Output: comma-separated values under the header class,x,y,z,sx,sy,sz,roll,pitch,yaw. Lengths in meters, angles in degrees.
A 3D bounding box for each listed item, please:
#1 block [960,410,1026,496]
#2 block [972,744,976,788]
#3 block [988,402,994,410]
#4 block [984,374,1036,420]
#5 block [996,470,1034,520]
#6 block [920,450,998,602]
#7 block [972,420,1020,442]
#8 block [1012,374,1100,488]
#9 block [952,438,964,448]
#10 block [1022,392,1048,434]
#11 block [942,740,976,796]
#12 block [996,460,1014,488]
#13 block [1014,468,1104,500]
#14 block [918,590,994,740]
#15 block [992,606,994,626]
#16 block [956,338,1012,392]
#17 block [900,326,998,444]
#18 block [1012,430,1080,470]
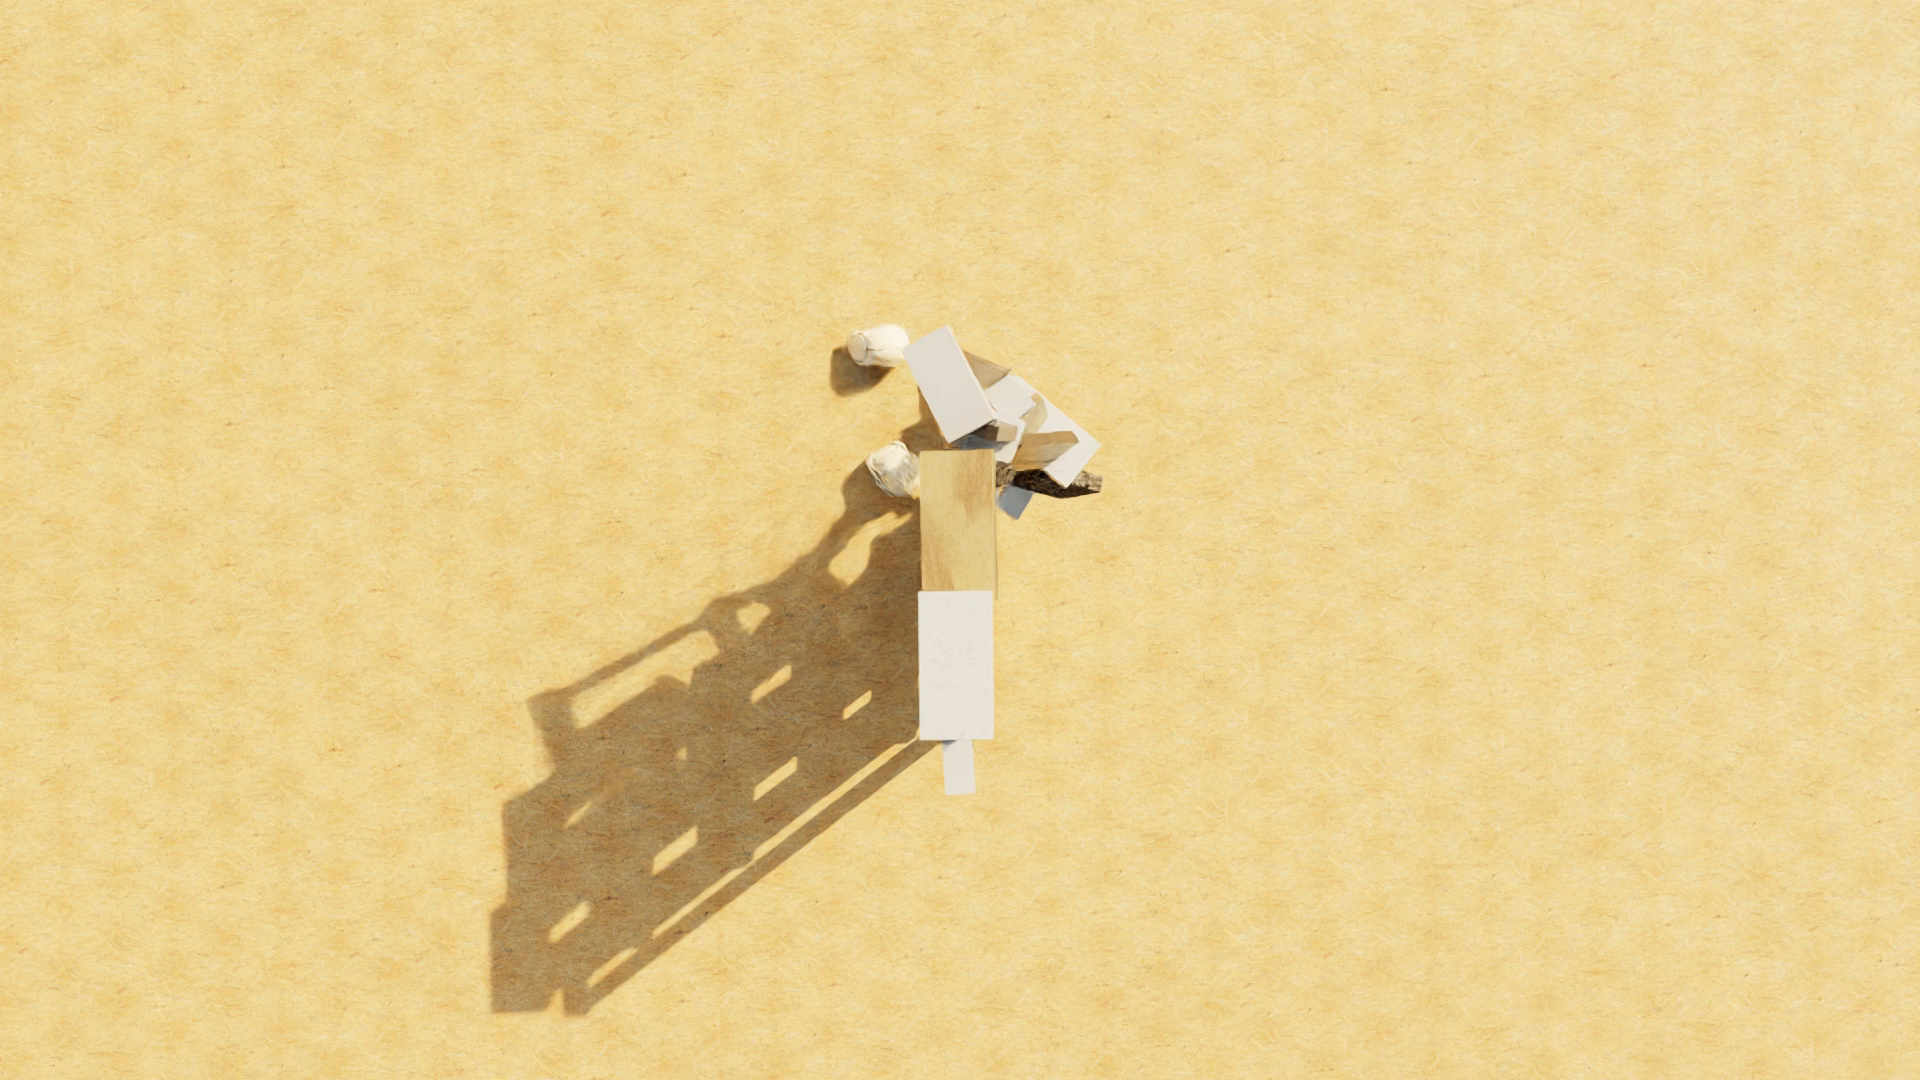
class,x,y,z,sx,sy,sz,roll,pitch,yaw
block,0.061,-0.204,4.248,0.131,0.037,0.261,22,82,8
block,0.001,0.590,4.756,0.072,1.489,0.021,0,90,0
block,0.101,-0.419,4.559,0.090,0.180,0.026,-45,67,0
block,0.114,-0.401,4.447,0.090,0.025,0.180,-40,76,1
block,0.184,-0.160,5.052,0.090,0.026,0.181,37,79,-26
block,-0.002,-0.033,3.843,0.176,0.050,0.351,-1,92,1
block,0.059,-0.282,4.103,0.127,0.254,0.036,18,98,11
block,0.227,-0.309,4.691,0.318,0.045,0.159,39,85,-7
block,0.048,-0.319,5.410,0.080,0.160,0.023,1,88,-30
block,0.200,-0.340,4.575,0.026,0.180,0.090,37,84,15
block,-0.004,0.543,4.001,0.072,0.021,0.145,-4,90,0
block,0.026,-0.177,4.048,0.176,0.351,0.050,13,96,7
block,0.288,-0.173,4.895,0.159,0.318,0.045,15,83,-17
block,-0.008,0.287,3.792,0.170,0.048,0.339,-1,90,0
block,-0.008,0.180,3.986,0.170,0.339,0.048,-1,90,0
block,0.008,-0.439,4.214,0.127,0.468,0.036,-35,79,15
block,-0.027,-0.374,3.966,0.127,0.036,0.254,-28,88,14
block,0.191,-0.239,4.467,0.131,0.382,0.037,-37,78,25
